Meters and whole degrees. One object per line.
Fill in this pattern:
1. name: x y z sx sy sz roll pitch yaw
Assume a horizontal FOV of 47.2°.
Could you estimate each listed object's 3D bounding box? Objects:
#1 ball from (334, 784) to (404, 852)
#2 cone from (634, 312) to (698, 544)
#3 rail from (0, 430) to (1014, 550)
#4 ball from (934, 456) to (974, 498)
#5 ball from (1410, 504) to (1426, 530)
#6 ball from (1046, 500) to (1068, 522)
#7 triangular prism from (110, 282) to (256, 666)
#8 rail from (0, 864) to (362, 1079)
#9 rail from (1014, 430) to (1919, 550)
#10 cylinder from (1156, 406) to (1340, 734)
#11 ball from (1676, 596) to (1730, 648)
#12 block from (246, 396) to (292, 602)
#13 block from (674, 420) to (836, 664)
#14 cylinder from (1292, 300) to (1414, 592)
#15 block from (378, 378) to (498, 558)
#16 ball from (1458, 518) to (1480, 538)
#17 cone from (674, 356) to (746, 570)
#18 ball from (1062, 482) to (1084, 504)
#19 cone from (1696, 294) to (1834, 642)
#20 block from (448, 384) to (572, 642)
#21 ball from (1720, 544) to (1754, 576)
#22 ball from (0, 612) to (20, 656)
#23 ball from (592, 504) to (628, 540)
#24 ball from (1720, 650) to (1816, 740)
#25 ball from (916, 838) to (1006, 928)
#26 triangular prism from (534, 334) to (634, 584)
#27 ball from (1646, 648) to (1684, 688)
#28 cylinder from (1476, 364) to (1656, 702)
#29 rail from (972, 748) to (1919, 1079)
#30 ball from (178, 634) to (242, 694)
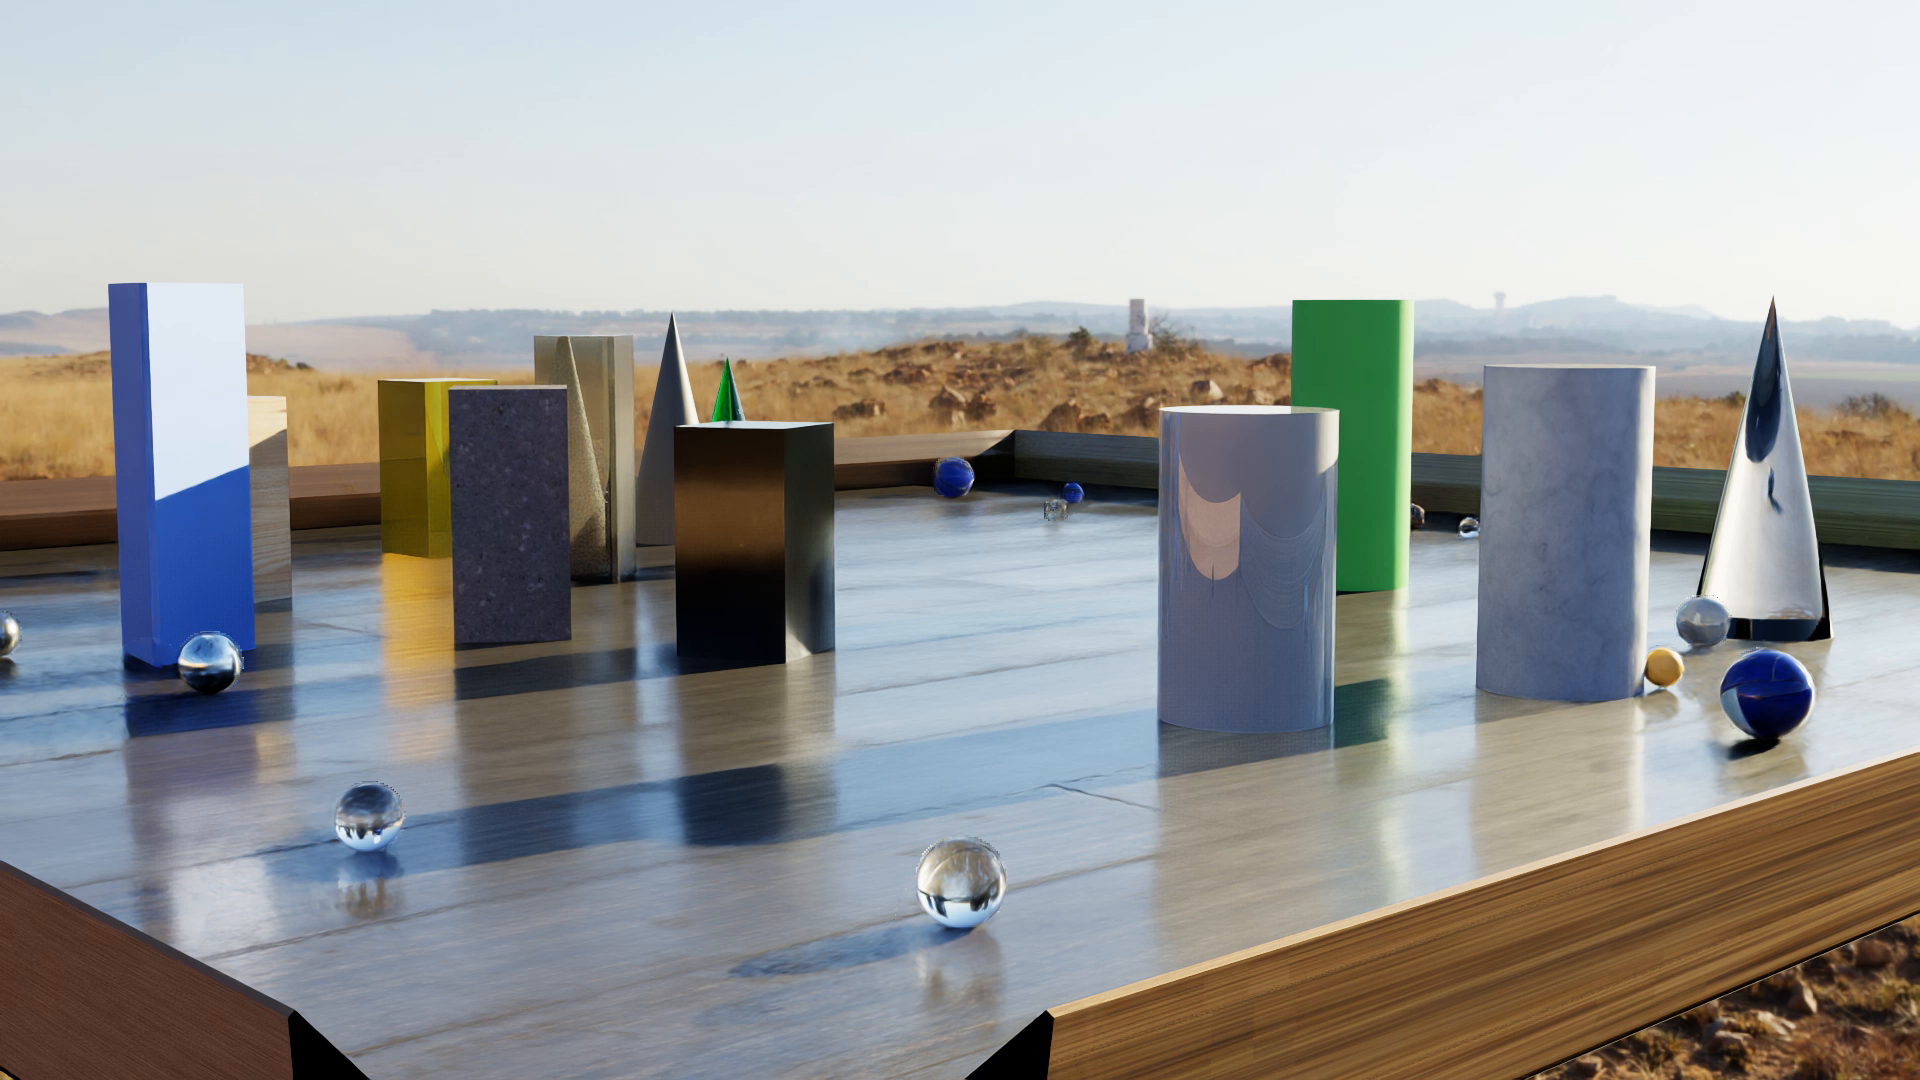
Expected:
1. ball: -0.487 0.229 1.810 0.056 0.056 0.056 0 6 0
2. cone: -0.552 -0.223 4.242 0.193 0.445 0.193 0 6 0
3. rail: -1.169 -0.100 4.592 3.621 0.125 0.045 -6 8 -42
4. ball: -0.015 -0.149 5.206 0.097 0.097 0.097 0 6 0
5. ball: 0.915 -0.047 4.450 0.052 0.052 0.052 0 6 0
6. ball: 0.202 -0.061 4.614 0.045 0.045 0.045 0 6 0
7. triangular prism: -0.988 -0.090 2.831 0.145 0.477 0.167 -4 7 -33
8. rail: -1.313 0.159 2.127 0.045 0.125 3.495 -6 8 -42
9. rail: 1.313 -0.094 4.537 0.045 0.125 3.495 -6 8 -42
10. cylinder: 0.312 0.026 2.394 0.193 0.336 0.193 0 6 0
11. ball: 0.978 0.109 2.896 0.067 0.067 0.067 0 6 0
12. block: -1.140 -0.063 3.363 0.154 0.310 0.154 3 7 29
13. block: -0.265 -0.002 2.856 0.154 0.296 0.154 2 6 20
14. cylinder: 0.631 -0.157 3.552 0.193 0.459 0.193 0 6 0
15. block: -0.953 -0.135 4.029 0.154 0.316 0.154 6 8 43
16. ball: 0.990 -0.023 4.274 0.041 0.041 0.041 0 6 0
17. cone: -0.398 -0.135 3.781 0.193 0.367 0.193 0 6 0
18. ball: 0.259 -0.107 5.040 0.048 0.048 0.048 0 6 0
19. cone: 1.110 -0.105 3.024 0.193 0.466 0.193 0 6 0
20. block: -0.614 -0.040 3.013 0.154 0.338 0.154 -1 6 -10
21. ball: 1.300 0.034 3.680 0.053 0.053 0.053 0 6 0
22. ball: -1.236 0.121 2.818 0.058 0.058 0.058 0 6 0
23. ball: -0.677 -0.037 4.260 0.070 0.070 0.070 0 6 0
24. ball: 0.838 0.160 2.283 0.093 0.093 0.093 0 6 0
25. ball: 0.001 0.248 1.587 0.065 0.065 0.065 0 6 0
26. triangular prism: -0.592 -0.139 3.655 0.167 0.401 0.145 4 7 32
27. ball: 0.828 0.150 2.589 0.046 0.046 0.046 0 6 0
28. cylinder: 0.709 -0.015 2.579 0.193 0.379 0.193 0 6 0
29. rail: 1.169 0.165 2.072 3.621 0.125 0.045 -6 8 -42
30. ball: -0.871 0.143 2.554 0.070 0.070 0.070 0 6 0
